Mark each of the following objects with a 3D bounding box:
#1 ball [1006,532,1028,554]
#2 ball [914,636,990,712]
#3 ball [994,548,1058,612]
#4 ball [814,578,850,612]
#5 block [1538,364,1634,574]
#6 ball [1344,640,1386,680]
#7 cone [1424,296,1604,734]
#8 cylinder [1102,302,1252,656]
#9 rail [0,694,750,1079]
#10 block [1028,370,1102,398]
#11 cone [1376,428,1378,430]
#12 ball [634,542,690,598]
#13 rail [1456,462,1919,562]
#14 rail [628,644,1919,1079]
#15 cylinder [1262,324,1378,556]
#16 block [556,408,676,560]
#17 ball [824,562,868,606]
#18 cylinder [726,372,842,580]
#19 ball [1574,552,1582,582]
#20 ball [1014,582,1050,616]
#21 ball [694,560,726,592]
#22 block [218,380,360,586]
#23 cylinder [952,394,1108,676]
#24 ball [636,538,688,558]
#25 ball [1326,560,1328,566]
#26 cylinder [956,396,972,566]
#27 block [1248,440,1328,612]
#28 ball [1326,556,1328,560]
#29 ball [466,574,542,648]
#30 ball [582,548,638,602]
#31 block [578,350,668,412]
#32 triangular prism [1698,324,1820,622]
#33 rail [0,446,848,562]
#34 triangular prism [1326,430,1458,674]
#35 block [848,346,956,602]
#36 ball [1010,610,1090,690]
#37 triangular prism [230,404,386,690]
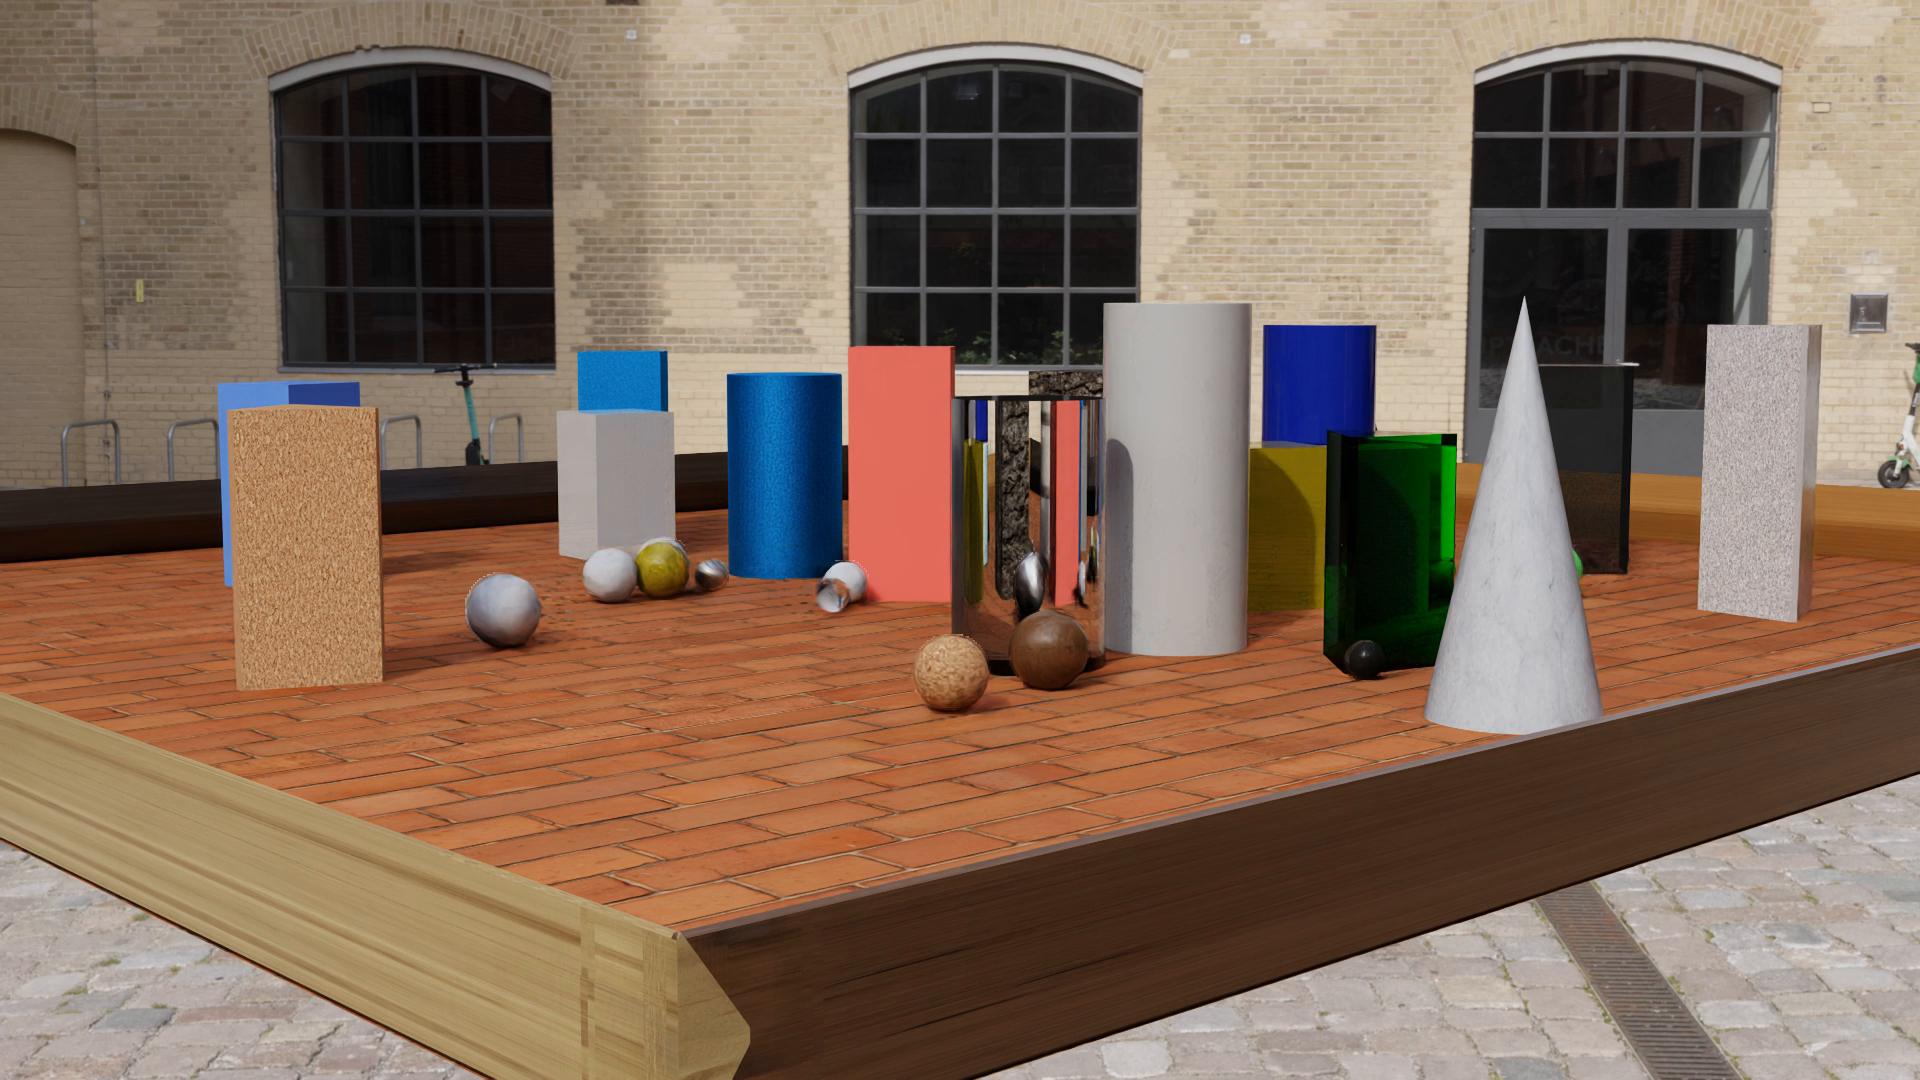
[{"bbox_3d":[0.115,0.029,3.582,0.084,0.084,0.084,0,6,0],"label":"ball"},{"bbox_3d":[-0.010,0.148,2.441,0.084,0.084,0.084,0,6,0],"label":"ball"},{"bbox_3d":[0.097,0.058,3.251,0.094,0.094,0.094,0,6,0],"label":"ball"},{"bbox_3d":[-0.188,0.081,3.233,0.052,0.052,0.052,0,6,0],"label":"ball"},{"bbox_3d":[1.057,-0.124,3.767,0.155,0.349,0.155,1,6,8],"label":"block"},{"bbox_3d":[0.489,0.144,2.653,0.048,0.048,0.048,0,6,0],"label":"ball"},{"bbox_3d":[0.605,-0.034,2.381,0.194,0.460,0.194,0,6,0],"label":"cone"},{"bbox_3d":[0.284,-0.085,2.901,0.194,0.452,0.194,0,6,0],"label":"cylinder"},{"bbox_3d":[-1.165,0.145,2.263,0.045,0.126,3.063,-6,8,-42],"label":"rail"},{"bbox_3d":[0.216,-0.096,3.505,0.155,0.347,0.155,4,7,36],"label":"block"},{"bbox_3d":[0.759,-0.148,4.160,0.194,0.314,0.194,0,6,0],"label":"cone"},{"bbox_3d":[-0.460,0.047,3.391,0.088,0.088,0.088,0,6,0],"label":"ball"},{"bbox_3d":[1.165,-0.080,4.401,0.045,0.126,3.063,-6,8,-42],"label":"rail"},{"bbox_3d":[1.022,0.148,2.230,3.219,0.126,0.045,-6,8,-42],"label":"rail"},{"bbox_3d":[0.615,-0.160,3.778,0.194,0.418,0.194,0,6,0],"label":"cylinder"},{"bbox_3d":[-0.620,-0.101,3.969,0.155,0.261,0.155,-4,7,-36],"label":"block"},{"bbox_3d":[-0.173,0.066,3.312,0.067,0.067,0.067,0,6,0],"label":"ball"},{"bbox_3d":[-0.296,-0.112,3.716,0.194,0.336,0.194,0,6,0],"label":"cylinder"},{"bbox_3d":[0.929,0.047,3.426,0.080,0.080,0.080,0,6,0],"label":"ball"},{"bbox_3d":[0.103,0.087,3.180,0.052,0.052,0.052,0,6,0],"label":"ball"},{"bbox_3d":[-0.394,0.056,3.478,0.050,0.050,0.050,0,6,0],"label":"ball"},{"bbox_3d":[-1.083,-0.092,3.568,0.155,0.326,0.155,3,7,29],"label":"block"},{"bbox_3d":[0.086,-0.010,2.752,0.194,0.335,0.194,0,6,0],"label":"cylinder"},{"bbox_3d":[-0.472,0.039,3.478,0.085,0.085,0.085,0,6,0],"label":"ball"},{"bbox_3d":[0.560,0.059,3.422,0.057,0.057,0.057,0,6,0],"label":"ball"},{"bbox_3d":[-0.077,-0.107,3.884,0.194,0.291,0.194,0,6,0],"label":"cylinder"},{"bbox_3d":[0.449,-0.023,3.318,0.155,0.242,0.155,-2,6,-16],"label":"block"},{"bbox_3d":[0.575,0.052,3.490,0.057,0.057,0.057,0,6,0],"label":"ball"},{"bbox_3d":[-0.602,0.093,2.904,0.097,0.097,0.097,0,6,0],"label":"ball"},{"bbox_3d":[-0.532,0.054,3.344,0.083,0.083,0.083,0,6,0],"label":"ball"},{"bbox_3d":[-0.646,-0.181,4.240,0.155,0.363,0.155,0,6,-2],"label":"block"},{"bbox_3d":[1.205,-0.104,3.224,0.145,0.422,0.168,-4,7,-33],"label":"triangular prism"},{"bbox_3d":[-1.022,-0.083,4.434,3.219,0.126,0.045,-6,8,-42],"label":"rail"},{"bbox_3d":[0.511,0.009,2.775,0.168,0.291,0.145,-3,7,-30],"label":"triangular prism"},{"bbox_3d":[-0.089,-0.106,3.419,0.155,0.386,0.155,0,6,3],"label":"block"},{"bbox_3d":[0.105,0.129,2.585,0.094,0.094,0.094,0,6,0],"label":"ball"},{"bbox_3d":[-0.796,0.003,2.657,0.168,0.328,0.145,-3,7,-23],"label":"triangular prism"}]
